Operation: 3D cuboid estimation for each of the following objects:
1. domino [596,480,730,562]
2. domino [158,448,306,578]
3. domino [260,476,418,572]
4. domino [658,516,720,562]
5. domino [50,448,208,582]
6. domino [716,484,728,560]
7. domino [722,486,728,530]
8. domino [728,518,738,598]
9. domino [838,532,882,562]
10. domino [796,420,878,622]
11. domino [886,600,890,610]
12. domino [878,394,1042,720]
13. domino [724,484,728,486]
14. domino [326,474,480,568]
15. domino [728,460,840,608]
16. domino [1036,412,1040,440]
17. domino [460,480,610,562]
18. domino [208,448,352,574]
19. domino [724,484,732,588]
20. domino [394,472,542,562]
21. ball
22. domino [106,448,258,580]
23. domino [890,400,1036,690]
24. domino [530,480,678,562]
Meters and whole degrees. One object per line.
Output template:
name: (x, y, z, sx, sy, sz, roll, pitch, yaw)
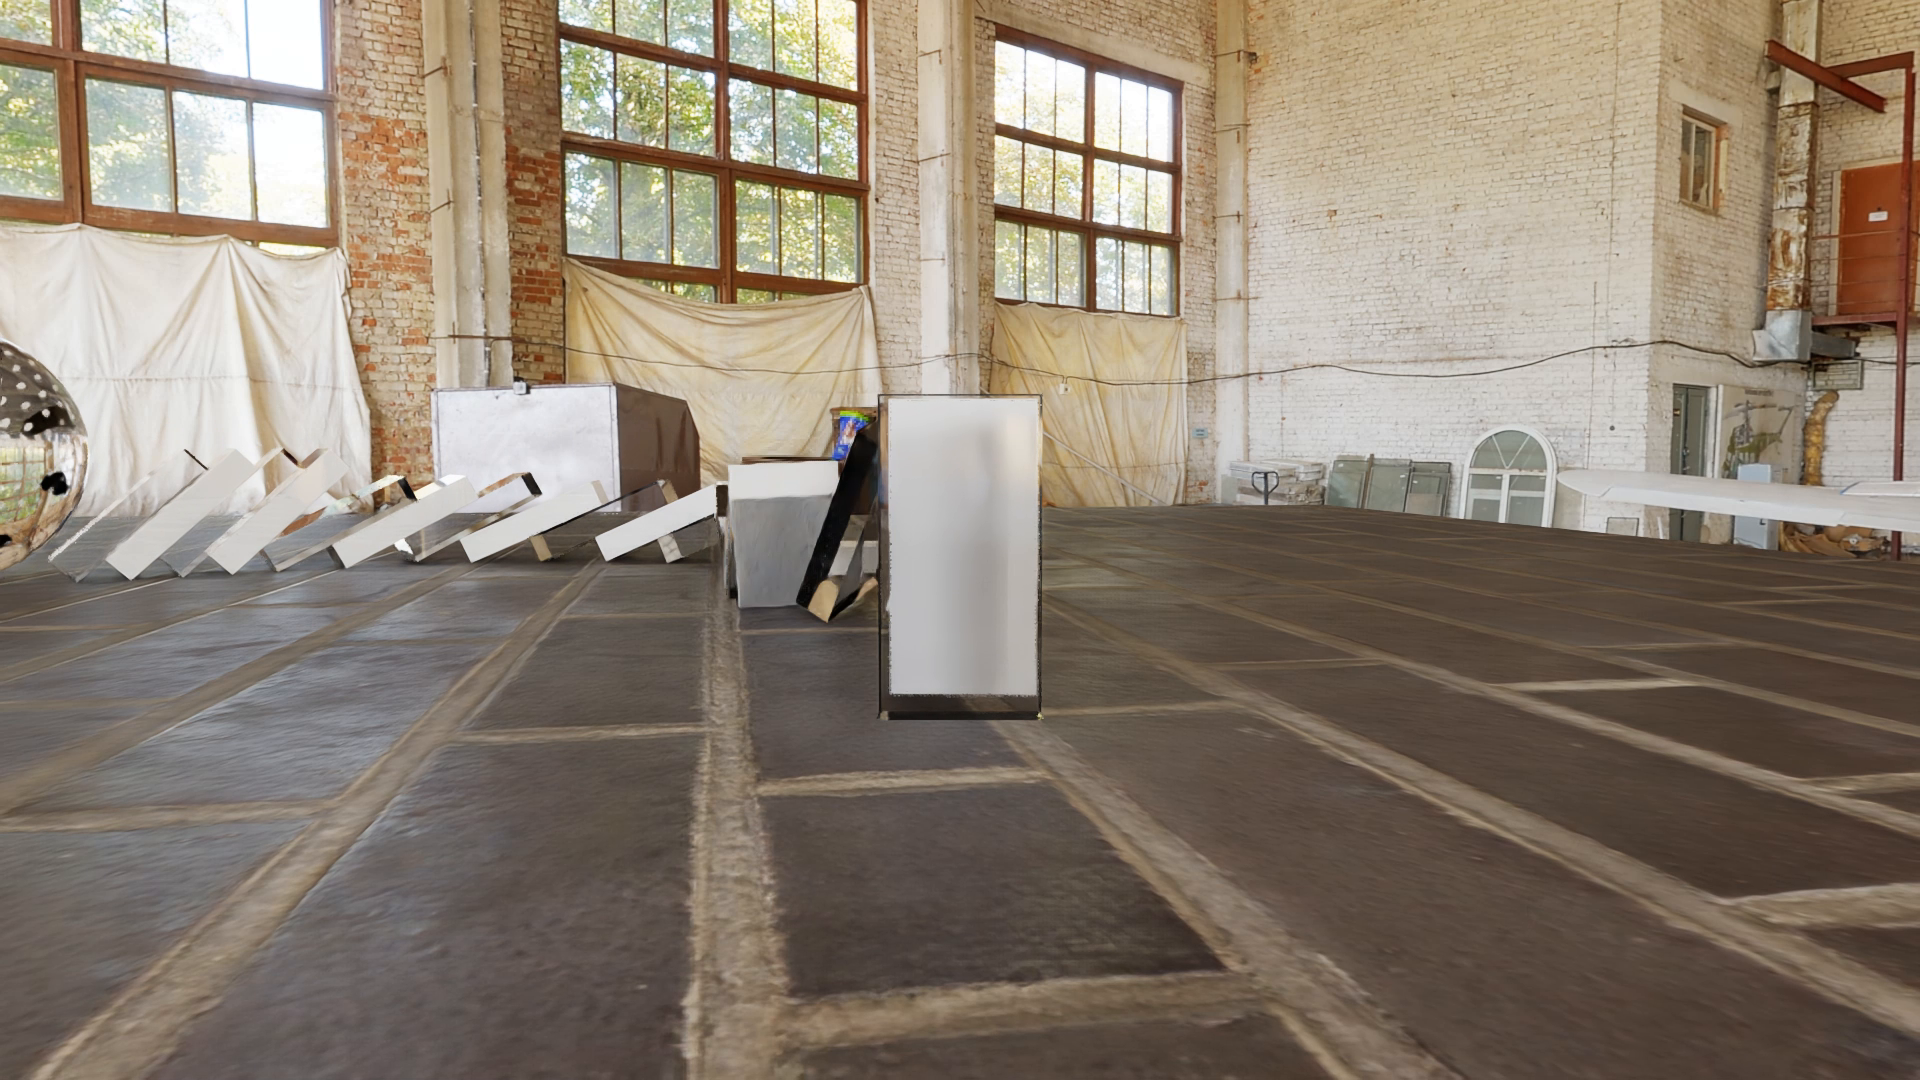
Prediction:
domino: (-0.106, -0.008, 0.473, 0.050, 0.009, 0.025, -24, 3, 2)
domino: (-0.242, -0.010, 0.425, 0.050, 0.010, 0.025, -50, 29, -22)
domino: (-0.217, -0.006, 0.446, 0.050, 0.009, 0.025, -34, 22, -29)
domino: (-0.082, -0.006, 0.467, 0.050, 0.010, 0.025, -21, 4, 9)
domino: (-0.265, -0.009, 0.409, 0.050, 0.009, 0.025, -50, 29, -22)
domino: (-0.058, -0.002, 0.382, 0.025, 0.010, 0.050, -1, -22, -7)
domino: (-0.061, -0.003, 0.405, 0.025, 0.010, 0.050, -1, -21, -7)
domino: (-0.047, 0.000, 0.337, 0.025, 0.009, 0.050, -1, -28, -12)
domino: (-0.054, 0.002, 0.473, 0.050, 0.009, 0.025, 0, 4, -3)
domino: (-0.021, -0.007, 0.304, 0.009, 0.050, 0.025, 32, 33, 13)
domino: (-0.001, -0.006, 0.313, 0.009, 0.050, 0.025, 22, 11, 18)
domino: (0.000, 0.002, 0.201, 0.025, 0.050, 0.009, 0, 4, 0)
domino: (-0.064, -0.004, 0.428, 0.025, 0.009, 0.050, 0, -21, -6)
domino: (-0.200, -0.007, 0.459, 0.050, 0.009, 0.025, -34, 21, -28)
domino: (-0.043, 0.000, 0.316, 0.025, 0.009, 0.050, -3, -32, -9)
domino: (0.002, -0.005, 0.291, 0.025, 0.050, 0.009, 3, 15, -8)
domino: (-0.156, -0.007, 0.473, 0.050, 0.009, 0.025, -24, 7, -6)
domino: (-0.231, -0.011, 0.434, 0.050, 0.009, 0.025, -50, 29, -22)
domino: (-0.053, 0.000, 0.359, 0.025, 0.009, 0.050, -1, -24, -13)
domino: (-0.182, -0.009, 0.473, 0.050, 0.009, 0.025, -34, 19, -28)
ball: (-0.309, -0.026, 0.385, 0.080, 0.080, 0.080, 0, 4, 0)
domino: (-0.253, -0.009, 0.417, 0.050, 0.010, 0.025, -50, 29, -22)
domino: (0.001, 0.001, 0.225, 0.025, 0.050, 0.010, 0, 4, 2)
domino: (-0.130, -0.008, 0.473, 0.050, 0.010, 0.025, -24, 4, -1)
